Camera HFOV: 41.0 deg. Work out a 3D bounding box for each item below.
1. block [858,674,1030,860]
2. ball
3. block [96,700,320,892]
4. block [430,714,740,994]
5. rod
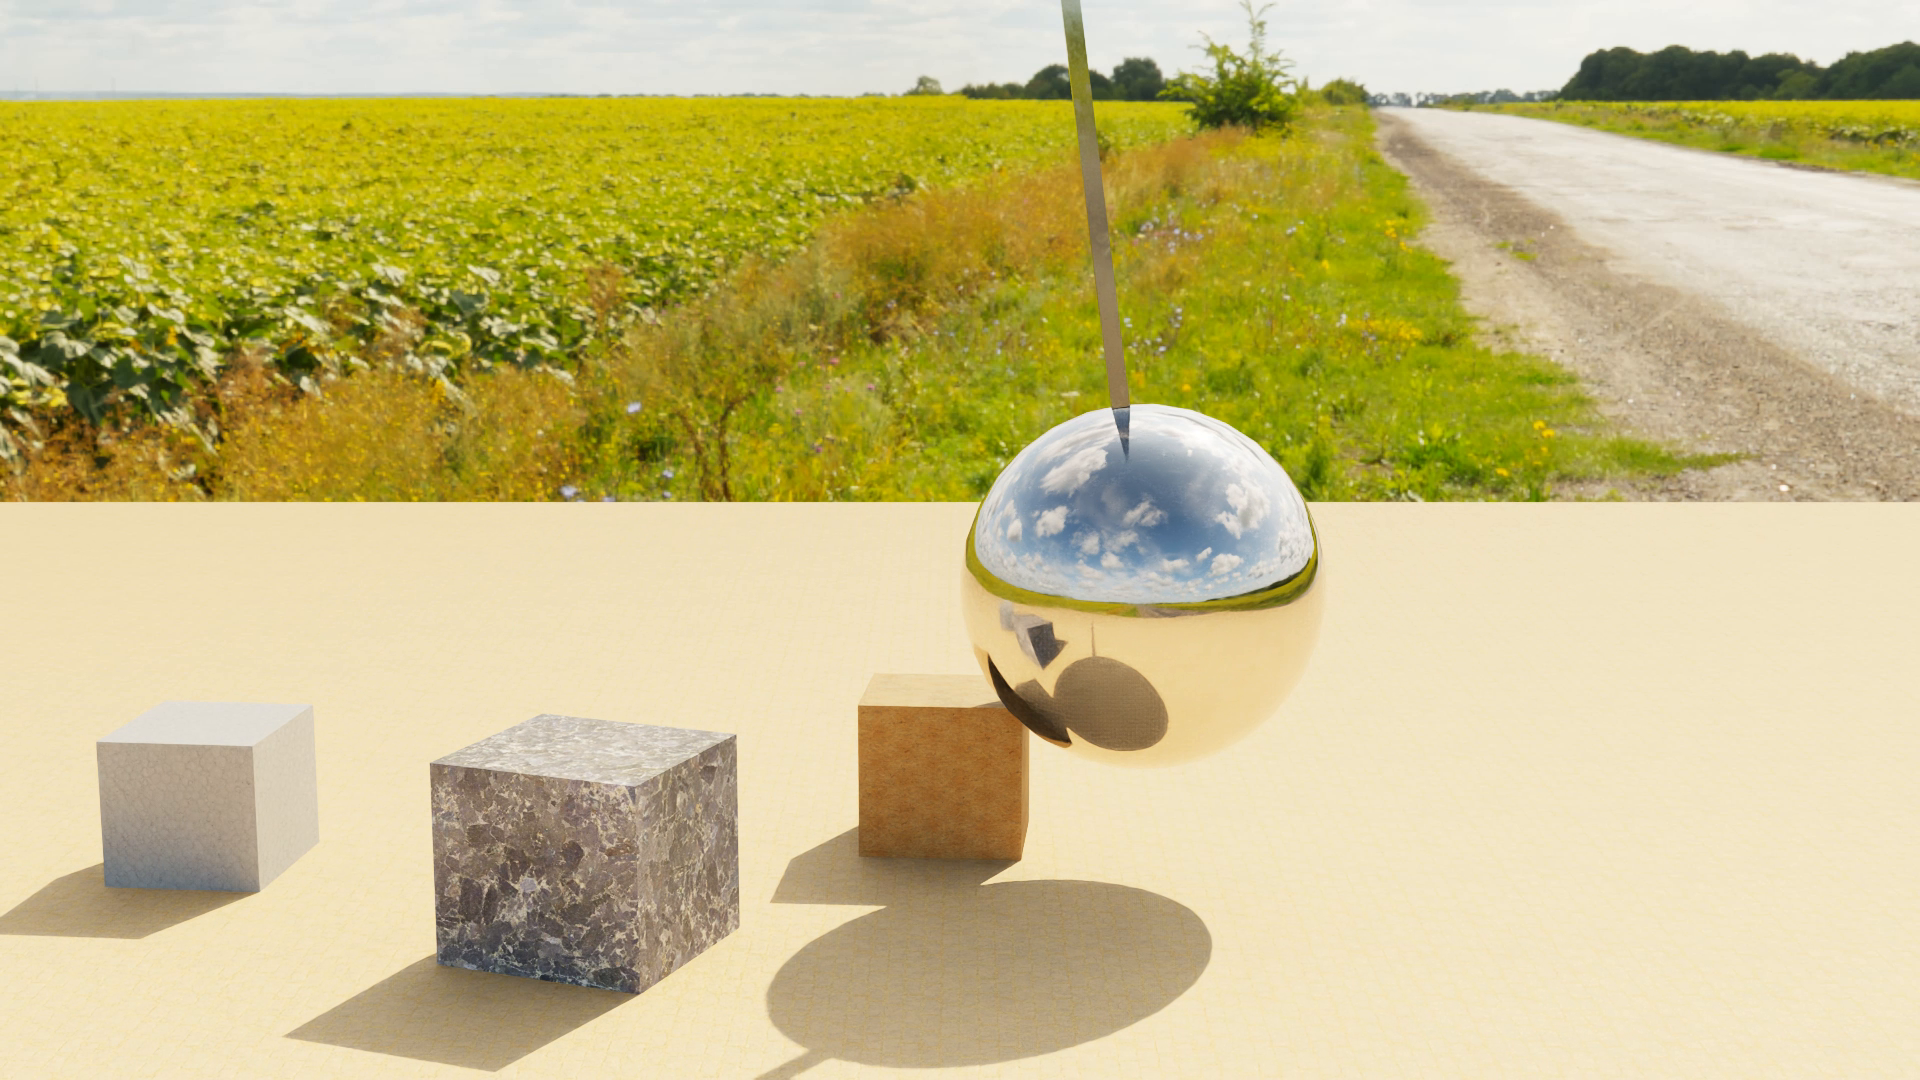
[{"bbox_3d":[-0.066,1.039,11.872,0.739,0.707,0.631,1,10,5],"label":"block"},{"bbox_3d":[0.799,0.203,11.217,1.600,1.600,1.600,0,10,0],"label":"ball"},{"bbox_3d":[-3.352,1.136,11.489,0.701,0.655,0.745,1,10,6],"label":"block"},{"bbox_3d":[-1.502,1.246,10.390,0.919,0.832,0.853,4,11,22],"label":"block"},{"bbox_3d":[0.346,-3.113,10.614,0.080,5.200,0.080,-8,10,1],"label":"rod"}]
